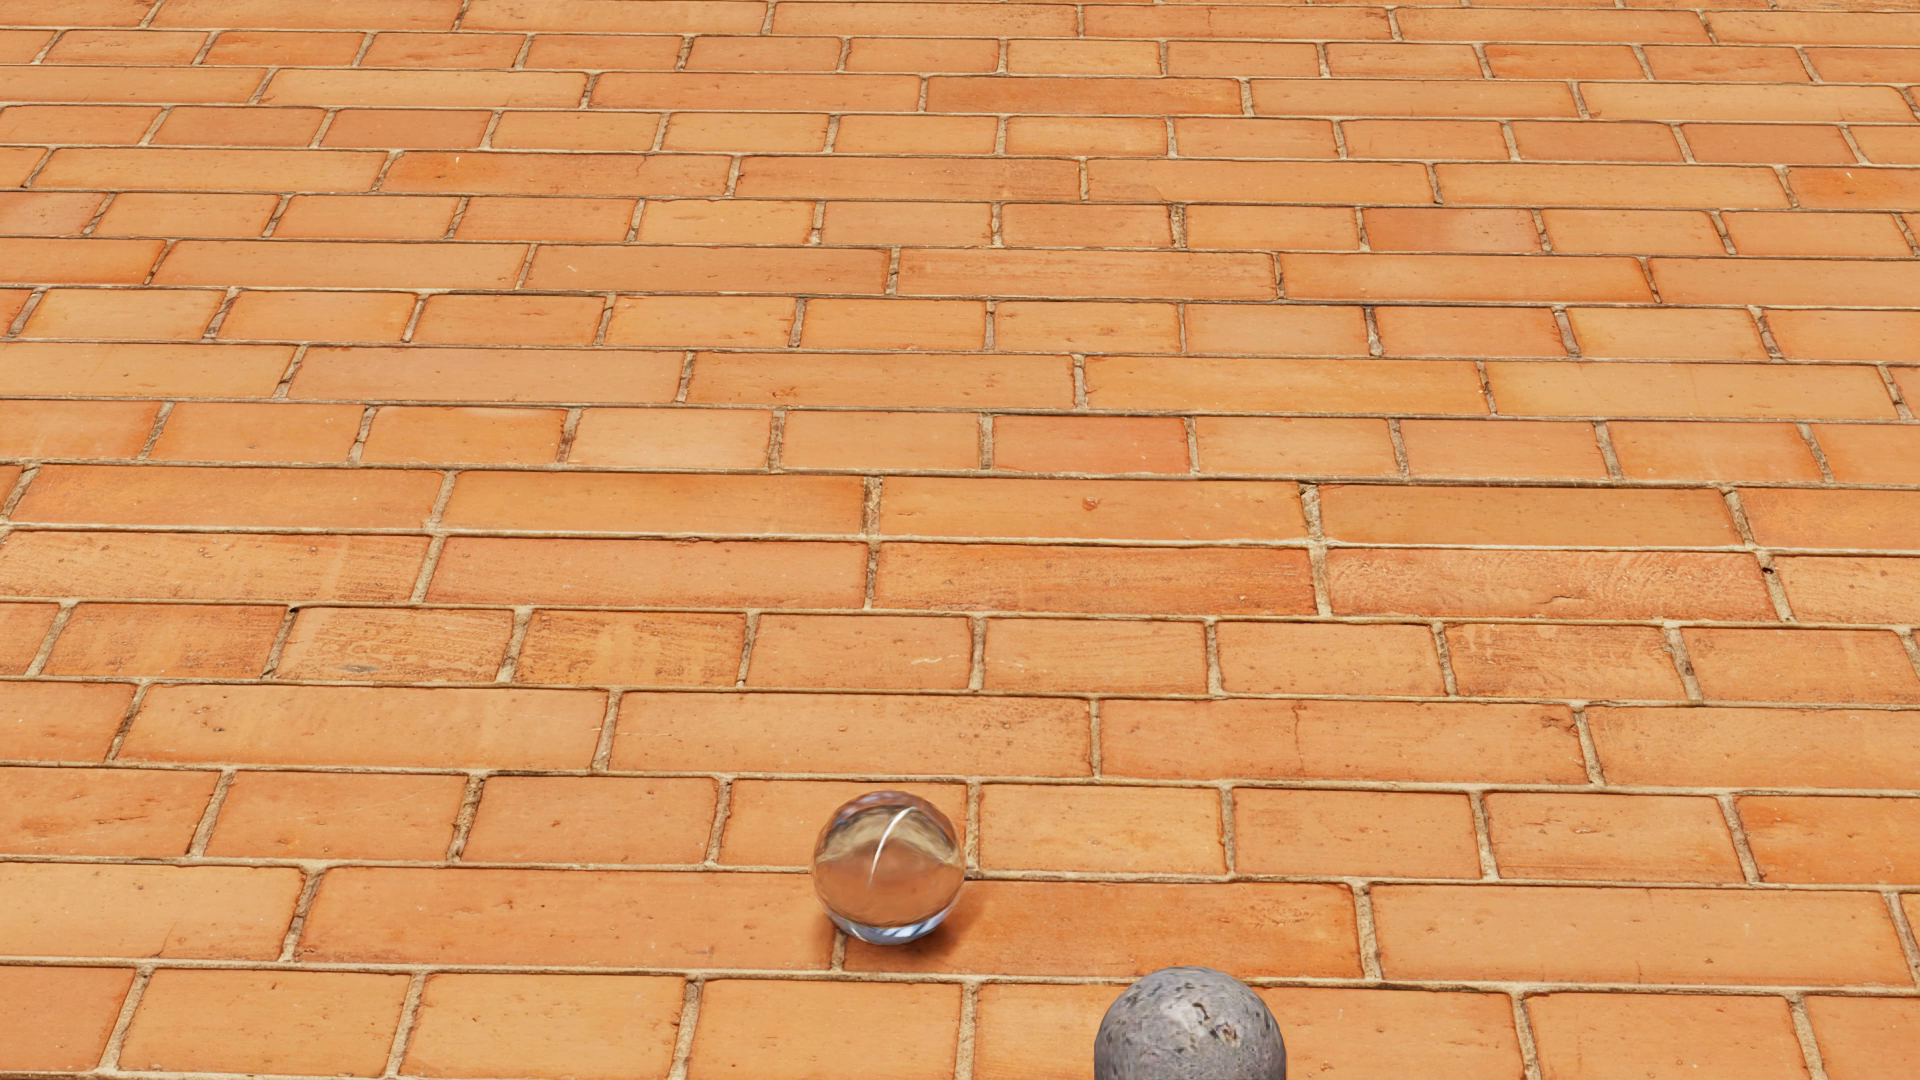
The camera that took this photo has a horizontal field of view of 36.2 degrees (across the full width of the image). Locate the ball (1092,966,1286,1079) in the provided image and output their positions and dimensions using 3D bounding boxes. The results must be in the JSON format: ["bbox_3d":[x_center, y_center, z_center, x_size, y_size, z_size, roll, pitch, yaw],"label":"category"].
[{"bbox_3d":[0.096,0.219,1.233,0.081,0.081,0.081,0,31,0],"label":"ball"}]

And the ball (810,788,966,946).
[{"bbox_3d":[-0.033,0.151,1.355,0.072,0.072,0.072,0,31,0],"label":"ball"}]
